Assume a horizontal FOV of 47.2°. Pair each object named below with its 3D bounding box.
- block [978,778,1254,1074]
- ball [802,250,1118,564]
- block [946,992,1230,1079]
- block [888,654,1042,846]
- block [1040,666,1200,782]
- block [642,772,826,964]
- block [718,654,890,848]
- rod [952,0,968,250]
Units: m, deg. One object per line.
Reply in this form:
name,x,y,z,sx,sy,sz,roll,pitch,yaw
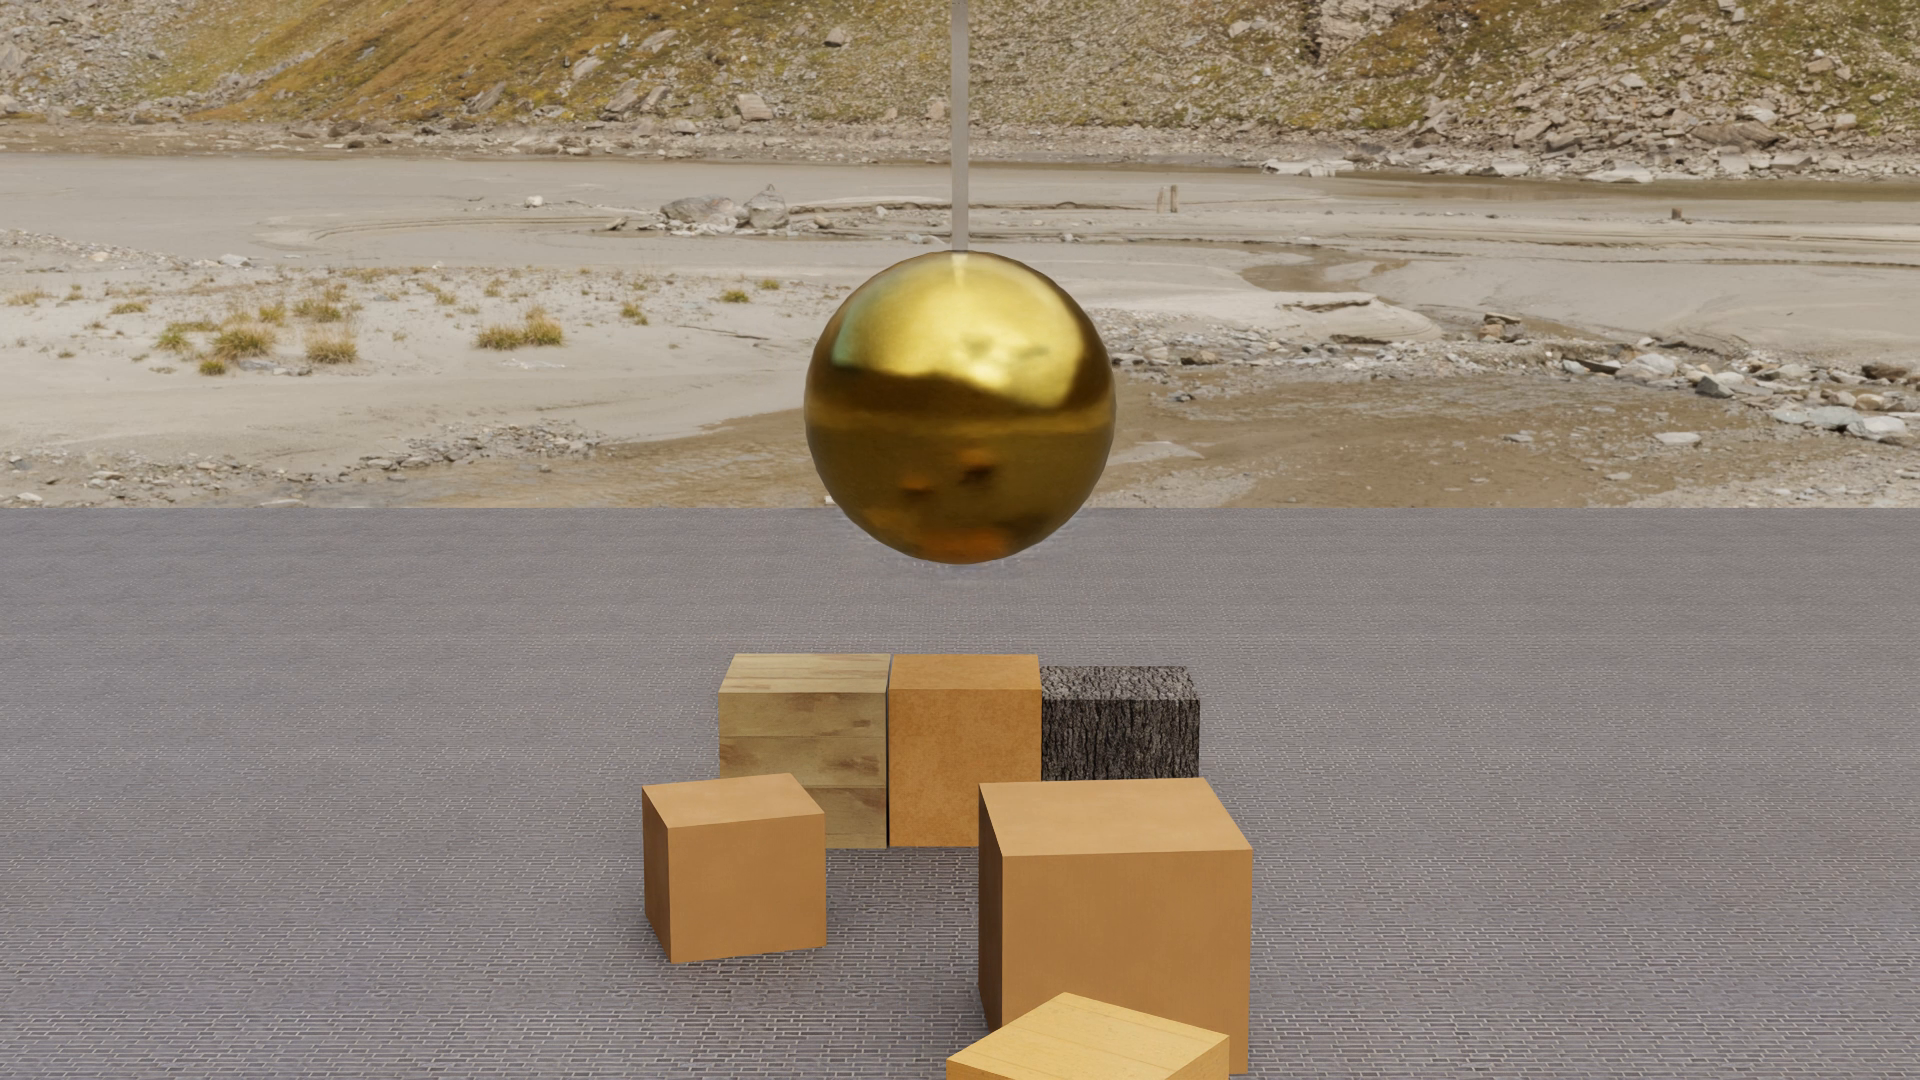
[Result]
block,0.586,1.518,8.725,0.941,0.891,0.945,-1,10,-5
ball,0.000,-0.676,11.214,1.600,1.600,1.600,0,10,0
block,0.415,1.940,7.078,0.637,0.651,0.683,7,13,35
block,0.028,1.076,11.373,0.761,0.815,0.754,0,10,0
block,0.806,1.104,11.384,0.785,0.755,0.712,0,10,0
block,-1.018,1.456,9.853,0.692,0.611,0.656,-3,11,-18
block,-0.784,1.078,11.382,0.829,0.807,0.838,0,10,0
rod,0.000,-4.004,10.520,0.080,5.200,0.080,0,12,0
